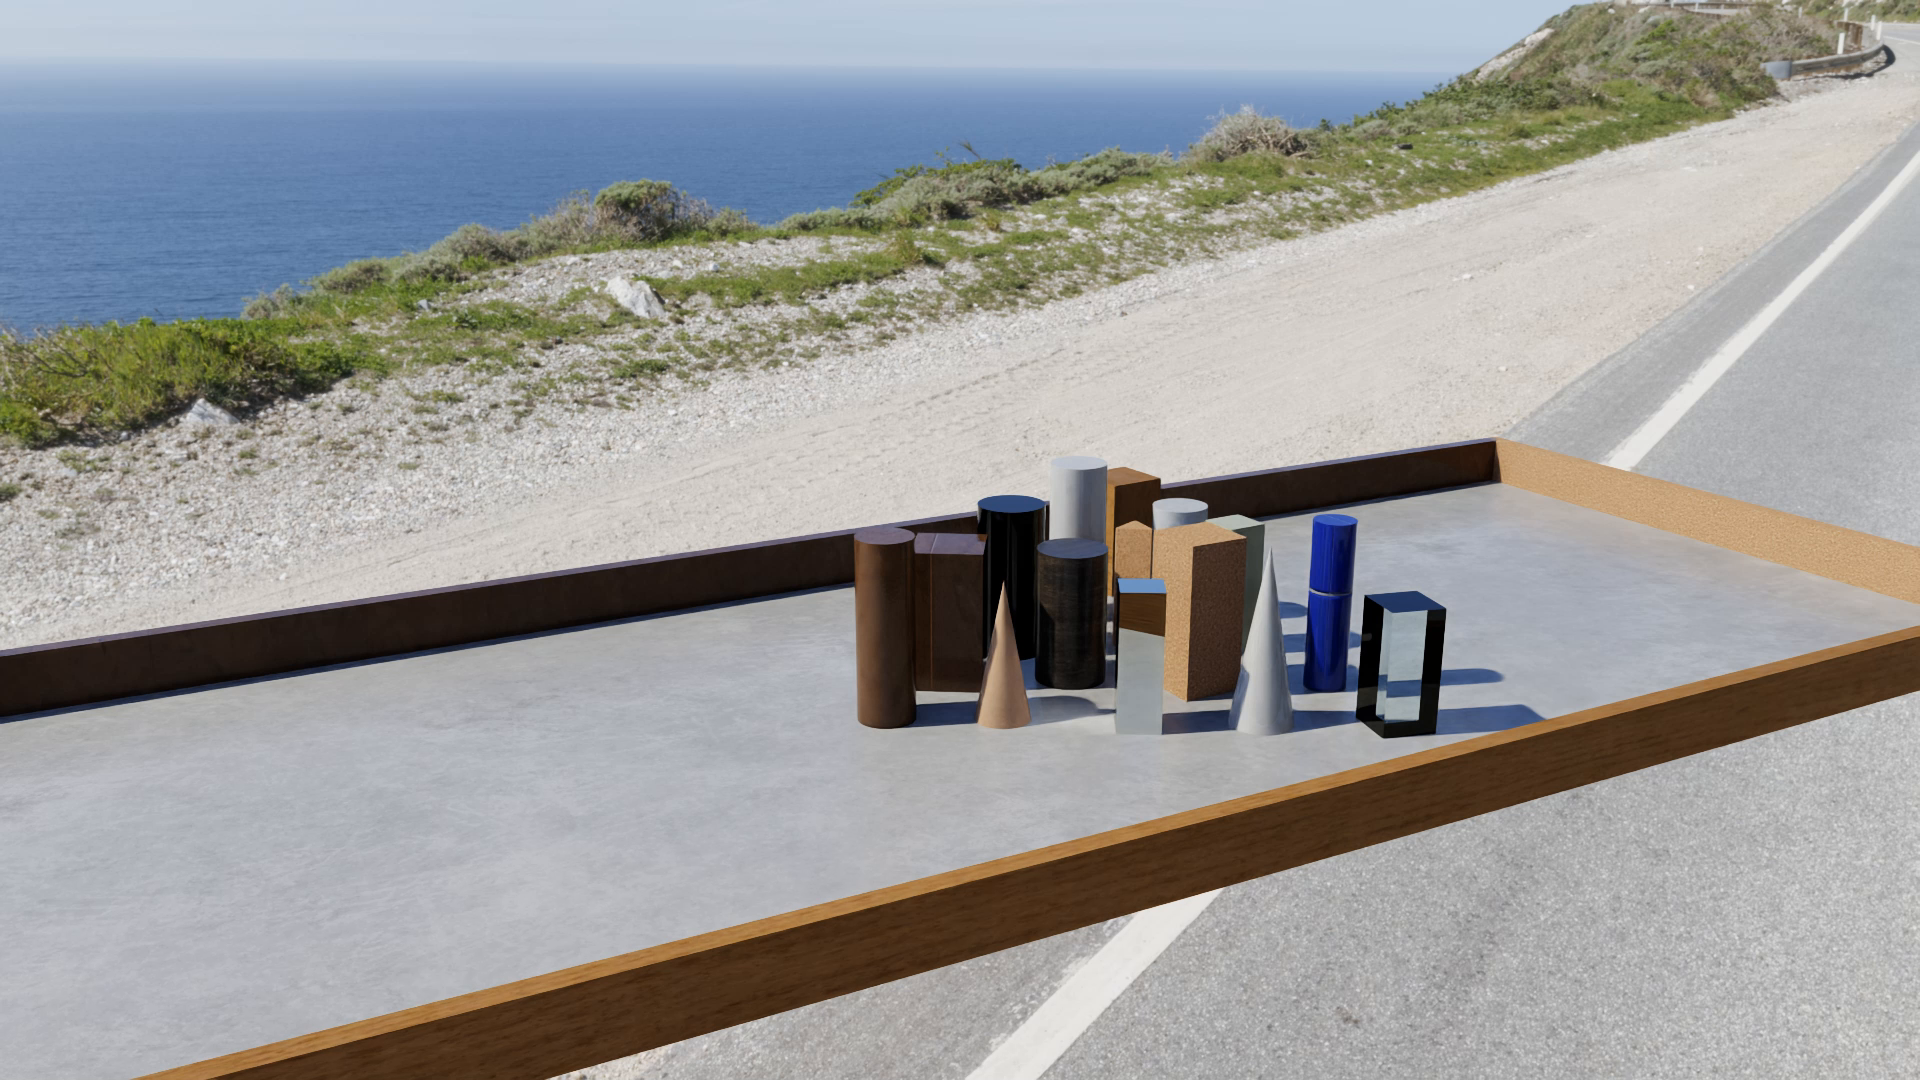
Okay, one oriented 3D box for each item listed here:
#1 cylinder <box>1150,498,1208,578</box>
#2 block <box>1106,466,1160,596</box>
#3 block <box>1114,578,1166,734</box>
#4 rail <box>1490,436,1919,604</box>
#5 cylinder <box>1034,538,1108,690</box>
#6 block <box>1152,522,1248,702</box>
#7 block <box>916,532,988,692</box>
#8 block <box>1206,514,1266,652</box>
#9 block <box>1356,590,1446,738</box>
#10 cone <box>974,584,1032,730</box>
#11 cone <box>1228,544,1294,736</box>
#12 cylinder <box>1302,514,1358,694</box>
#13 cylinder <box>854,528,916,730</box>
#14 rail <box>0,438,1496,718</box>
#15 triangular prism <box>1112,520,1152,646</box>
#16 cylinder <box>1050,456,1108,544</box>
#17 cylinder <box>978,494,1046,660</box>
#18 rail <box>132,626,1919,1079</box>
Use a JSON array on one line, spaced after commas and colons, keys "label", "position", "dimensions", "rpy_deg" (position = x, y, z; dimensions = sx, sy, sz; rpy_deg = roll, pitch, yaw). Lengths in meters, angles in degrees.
[{"label": "cylinder", "position": [0.607, 0.058, 4.588], "dimensions": [0.152, 0.321, 0.152], "rpy_deg": [0, 16, 0]}, {"label": "block", "position": [0.466, -0.027, 4.857], "dimensions": [0.170, 0.332, 0.170], "rpy_deg": [-10, 19, -31]}, {"label": "block", "position": [0.416, 0.270, 3.822], "dimensions": [0.105, 0.346, 0.105], "rpy_deg": [1, 16, 2]}, {"label": "rail", "position": [2.466, -0.048, 5.253], "dimensions": [0.050, 0.150, 2.100], "rpy_deg": [-9, 18, -27]}, {"label": "cylinder", "position": [0.278, 0.184, 4.126], "dimensions": [0.178, 0.341, 0.178], "rpy_deg": [0, 16, 0]}, {"label": "block", "position": [0.584, 0.174, 4.063], "dimensions": [0.160, 0.394, 0.160], "rpy_deg": [-9, 19, -27]}, {"label": "block", "position": [-0.026, 0.180, 4.111], "dimensions": [0.177, 0.357, 0.177], "rpy_deg": [1, 16, 4]}, {"label": "block", "position": [0.716, 0.118, 4.339], "dimensions": [0.108, 0.345, 0.108], "rpy_deg": [-9, 19, -29]}, {"label": "block", "position": [1.023, 0.288, 3.832], "dimensions": [0.135, 0.306, 0.135], "rpy_deg": [-4, 17, -14]}, {"label": "cone", "position": [0.102, 0.258, 3.868], "dimensions": [0.135, 0.343, 0.135], "rpy_deg": [0, 16, 0]}, {"label": "cone", "position": [0.710, 0.220, 3.828], "dimensions": [0.156, 0.438, 0.156], "rpy_deg": [0, 16, 0]}, {"label": "cylinder", "position": [0.910, 0.157, 4.060], "dimensions": [0.106, 0.430, 0.106], "rpy_deg": [0, 16, 0]}, {"label": "cylinder", "position": [-0.174, 0.206, 3.856], "dimensions": [0.141, 0.450, 0.141], "rpy_deg": [0, 16, 0]}, {"label": "rail", "position": [-3.305, 0.497, 3.399], "dimensions": [12.000, 0.150, 0.050], "rpy_deg": [-9, 18, -27]}, {"label": "triangular prism", "position": [0.460, 0.116, 4.383], "dimensions": [0.095, 0.325, 0.082], "rpy_deg": [2, 17, 7]}, {"label": "cylinder", "position": [0.326, -0.001, 4.580], "dimensions": [0.157, 0.439, 0.157], "rpy_deg": [0, 16, 0]}, {"label": "cylinder", "position": [0.133, 0.098, 4.313], "dimensions": [0.176, 0.400, 0.176], "rpy_deg": [0, 16, 0]}, {"label": "rail", "position": [-2.336, 1.006, 1.665], "dimensions": [12.000, 0.150, 0.050], "rpy_deg": [-9, 18, -27]}]
